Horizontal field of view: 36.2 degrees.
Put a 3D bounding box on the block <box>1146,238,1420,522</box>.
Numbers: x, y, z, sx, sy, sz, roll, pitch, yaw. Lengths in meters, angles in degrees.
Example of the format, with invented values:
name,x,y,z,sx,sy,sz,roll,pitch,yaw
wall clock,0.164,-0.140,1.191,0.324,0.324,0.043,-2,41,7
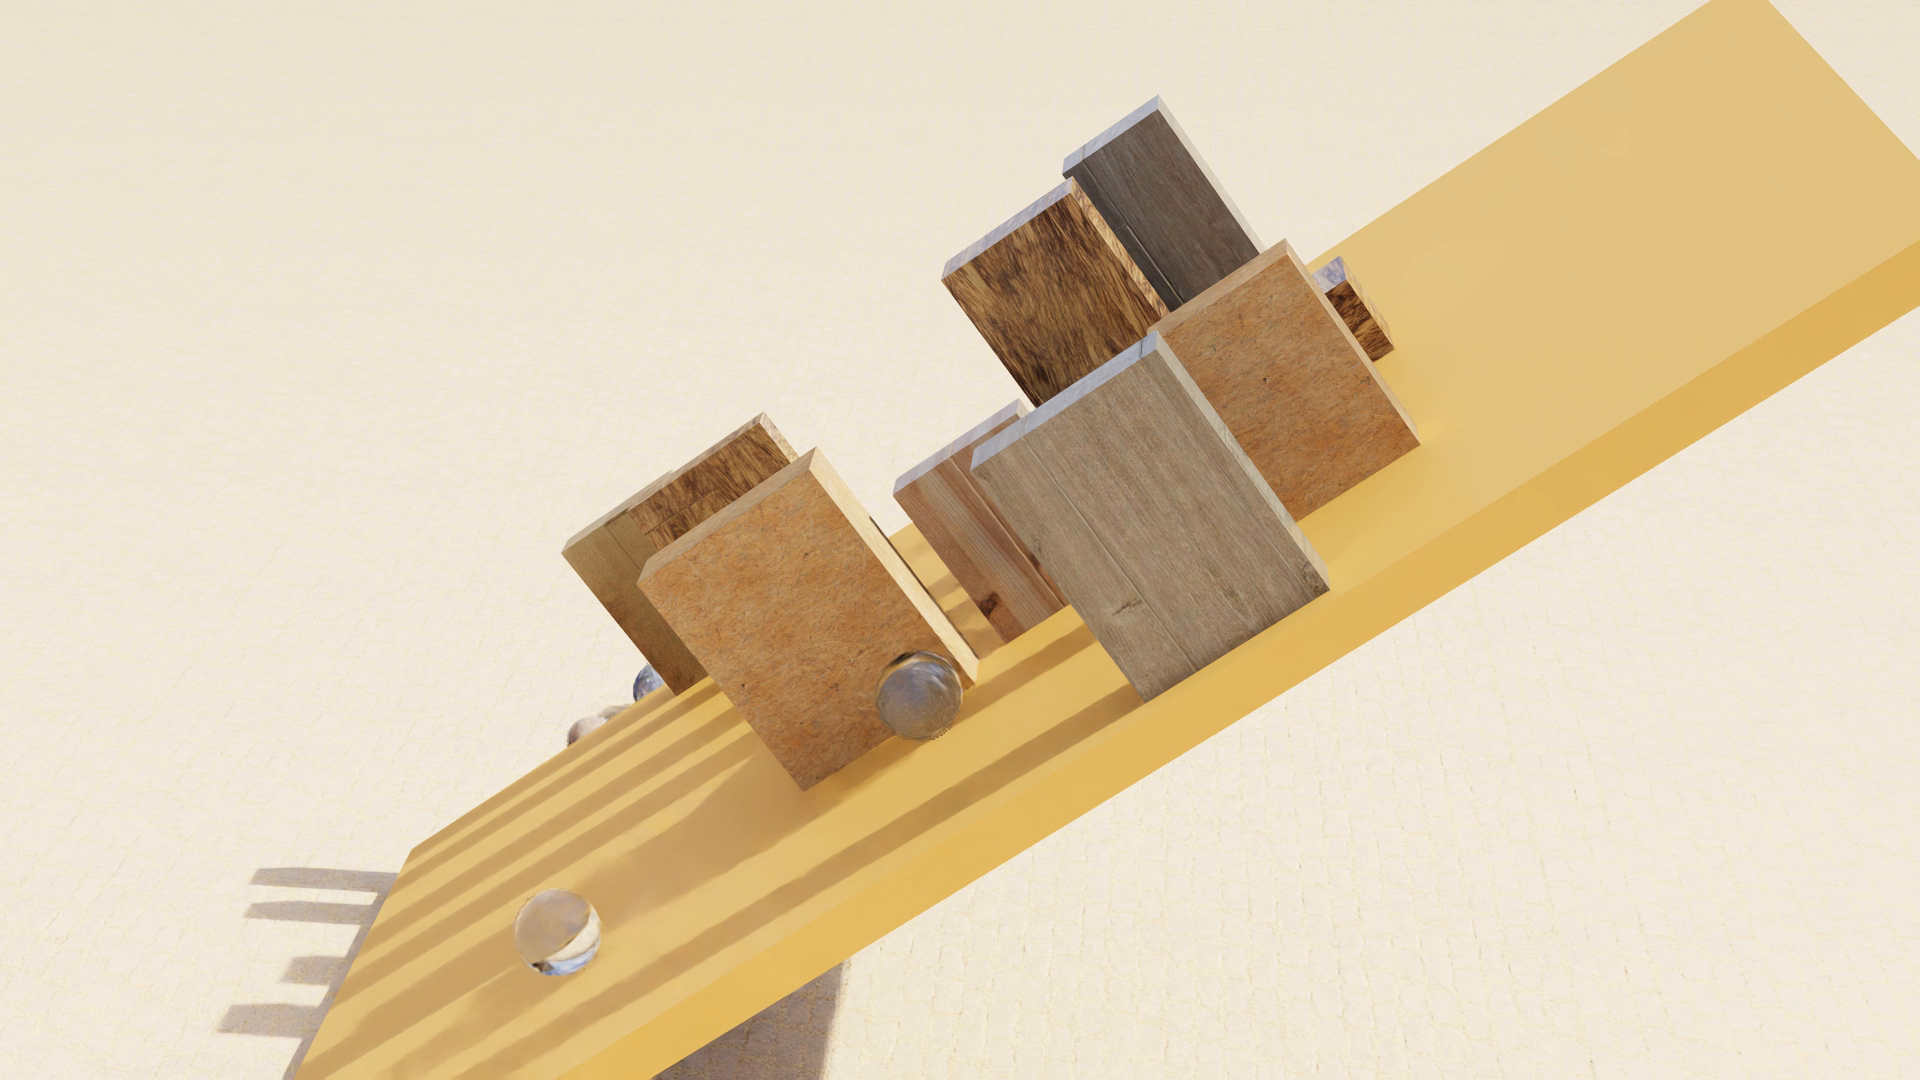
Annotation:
name,x,y,z,sx,sy,sz,roll,pitch,yaw
block,0.611,-0.291,5.564,0.314,0.452,0.111,-33,16,15

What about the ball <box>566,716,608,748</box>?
name,x,y,z,sx,sy,sz,roll,pitch,yaw
ball,-1.008,0.553,8.050,0.141,0.141,0.141,0,22,0

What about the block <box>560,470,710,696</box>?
name,x,y,z,sx,sy,sz,roll,pitch,yaw
block,-0.709,0.108,7.293,0.331,0.468,0.091,-33,16,15

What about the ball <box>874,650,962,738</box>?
name,x,y,z,sx,sy,sz,roll,pitch,yaw
ball,-0.083,0.309,5.878,0.177,0.177,0.177,0,22,0

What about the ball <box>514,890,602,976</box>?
name,x,y,z,sx,sy,sz,roll,pitch,yaw
ball,-0.829,0.810,6.069,0.178,0.178,0.178,0,22,0

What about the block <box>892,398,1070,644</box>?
name,x,y,z,sx,sy,sz,roll,pitch,yaw
block,0.108,-0.037,6.036,0.312,0.401,0.095,-33,16,15

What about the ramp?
name,x,y,z,sx,sy,sz,roll,pitch,yaw
ramp,0.134,0.175,6.311,4.000,0.100,2.000,-33,16,15

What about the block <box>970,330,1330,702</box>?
name,x,y,z,sx,sy,sz,roll,pitch,yaw
block,0.341,-0.037,5.249,0.396,0.545,0.112,-33,16,15

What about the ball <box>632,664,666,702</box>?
name,x,y,z,sx,sy,sz,roll,pitch,yaw
ball,-0.871,0.443,8.662,0.185,0.185,0.185,0,22,0

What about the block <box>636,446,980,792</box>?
name,x,y,z,sx,sy,sz,roll,pitch,yaw
block,-0.308,0.167,6.050,0.441,0.567,0.136,-33,16,15

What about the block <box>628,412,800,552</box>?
name,x,y,z,sx,sy,sz,roll,pitch,yaw
block,-0.480,0.006,7.022,0.398,0.500,0.083,-33,16,15

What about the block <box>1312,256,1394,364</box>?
name,x,y,z,sx,sy,sz,roll,pitch,yaw
block,0.777,-0.450,6.168,0.182,0.182,0.182,-33,16,15

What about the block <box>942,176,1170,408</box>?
name,x,y,z,sx,sy,sz,roll,pitch,yaw
block,0.291,-0.390,6.159,0.326,0.664,0.134,-33,16,15

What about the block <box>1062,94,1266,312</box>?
name,x,y,z,sx,sy,sz,roll,pitch,yaw
block,0.510,-0.604,6.302,0.245,0.661,0.133,-33,16,15
